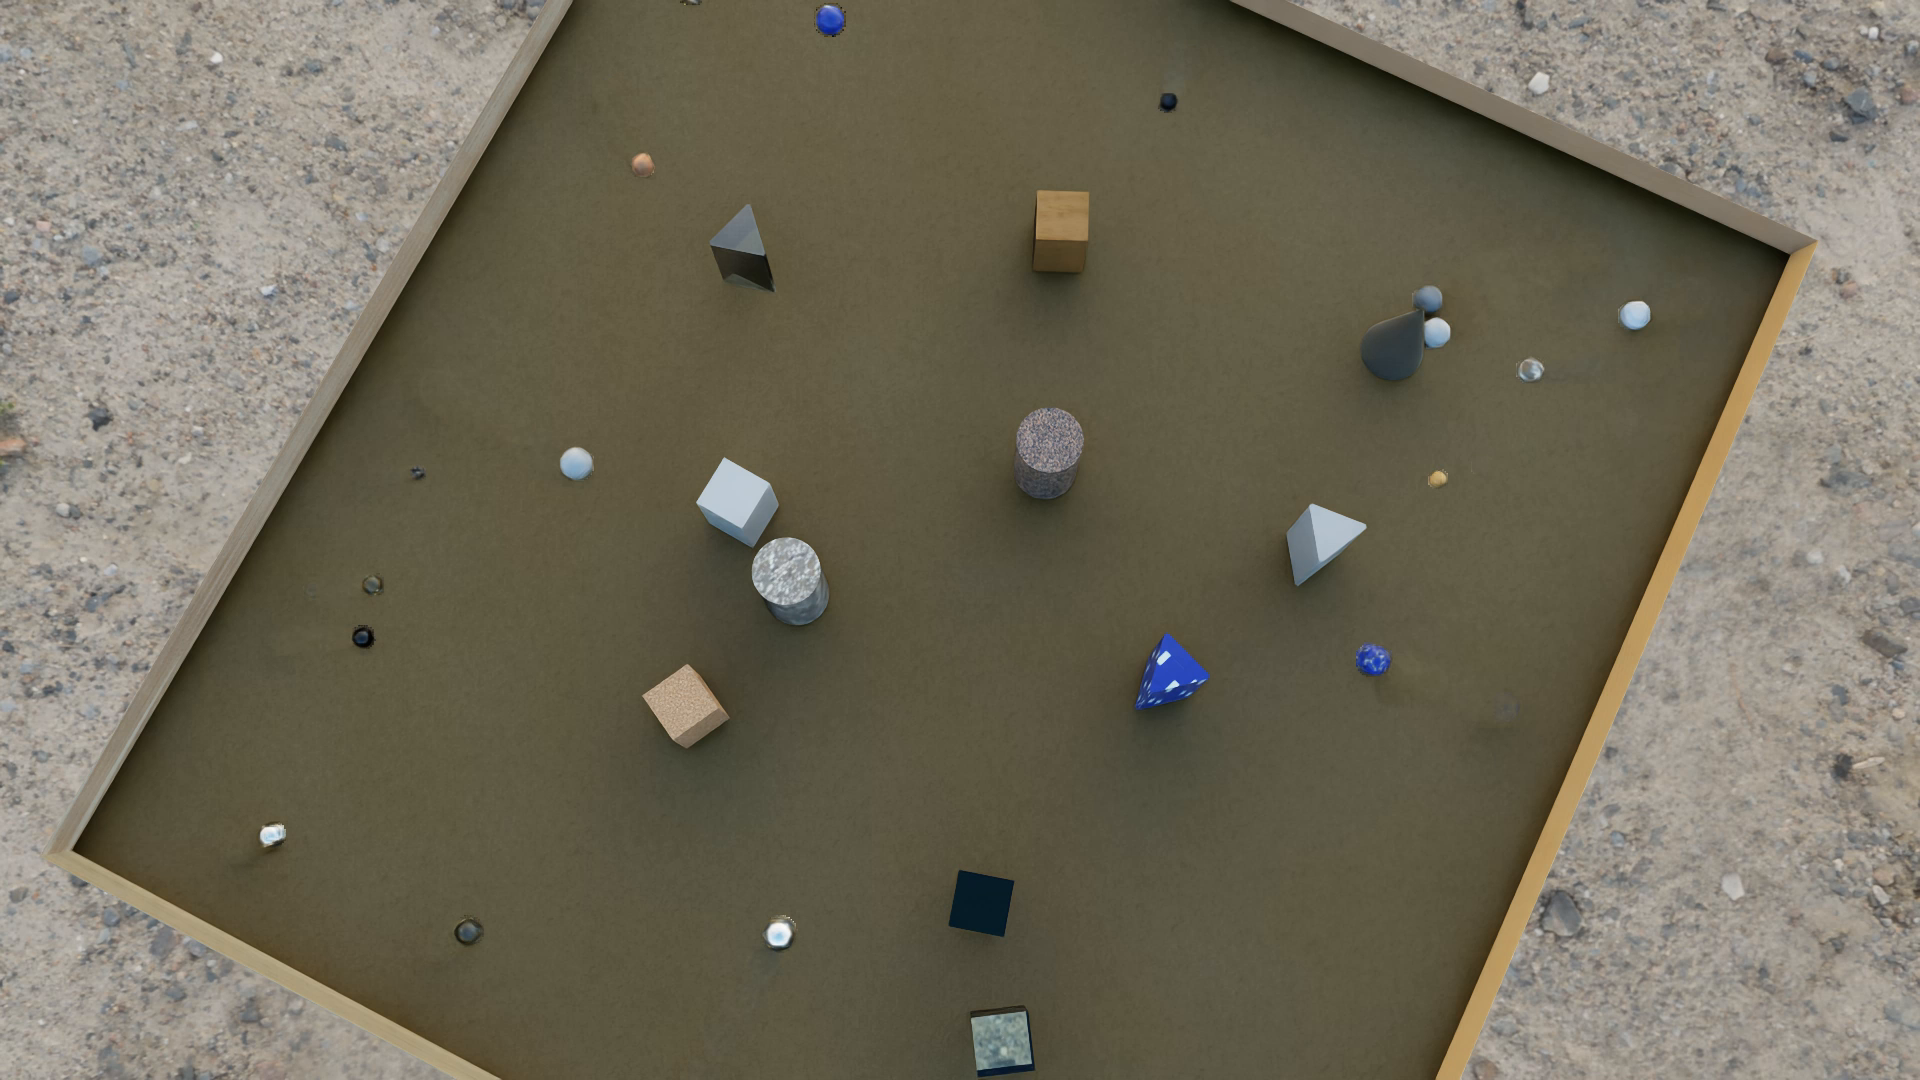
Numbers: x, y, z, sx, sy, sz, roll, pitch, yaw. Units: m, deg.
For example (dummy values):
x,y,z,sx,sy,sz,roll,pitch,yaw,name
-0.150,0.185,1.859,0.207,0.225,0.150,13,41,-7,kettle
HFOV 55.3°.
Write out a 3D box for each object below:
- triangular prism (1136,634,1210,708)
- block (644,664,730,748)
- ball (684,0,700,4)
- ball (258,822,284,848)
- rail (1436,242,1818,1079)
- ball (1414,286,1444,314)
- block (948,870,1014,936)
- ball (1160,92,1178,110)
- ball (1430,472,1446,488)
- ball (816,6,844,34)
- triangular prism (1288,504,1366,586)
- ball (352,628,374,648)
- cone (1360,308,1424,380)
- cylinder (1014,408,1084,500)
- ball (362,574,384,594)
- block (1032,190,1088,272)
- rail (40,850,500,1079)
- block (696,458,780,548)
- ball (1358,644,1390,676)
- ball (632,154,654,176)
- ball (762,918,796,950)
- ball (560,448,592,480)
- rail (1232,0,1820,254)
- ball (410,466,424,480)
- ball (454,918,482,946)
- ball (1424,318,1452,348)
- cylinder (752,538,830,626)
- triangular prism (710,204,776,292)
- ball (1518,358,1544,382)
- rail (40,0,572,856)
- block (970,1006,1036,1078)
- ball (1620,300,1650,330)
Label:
x,y,z,sx,sy,sz,roll,pitch,yaw,name
0.593,0.375,5.314,0.170,0.440,0.147,-13,79,-3,triangular prism
-0.801,0.491,5.377,0.157,0.270,0.157,-35,80,-7,block
-0.871,-1.784,5.941,0.088,0.088,0.088,0,78,0,ball
-2.031,0.870,5.399,0.073,0.073,0.073,0,78,0,ball
1.733,0.855,5.373,0.045,0.127,4.065,26,80,5,rail
1.464,-0.750,5.727,0.088,0.088,0.088,0,78,0,ball
0.060,1.042,5.250,0.157,0.296,0.157,11,79,2,block
0.669,-1.407,5.879,0.057,0.057,0.057,0,78,0,ball
1.468,-0.187,5.630,0.049,0.049,0.049,0,78,0,ball
-0.419,-1.679,5.917,0.093,0.093,0.093,0,78,0,ball
1.049,-0.007,5.423,0.170,0.381,0.147,-37,81,-7,triangular prism
-1.800,0.295,5.525,0.060,0.060,0.060,0,78,0,ball
1.353,-0.635,5.538,0.196,0.411,0.196,0,78,0,cone
0.262,-0.256,5.494,0.196,0.345,0.196,0,78,0,cylinder
-1.781,0.136,5.558,0.061,0.061,0.061,0,78,0,ball
0.310,-0.953,5.674,0.157,0.274,0.157,2,78,0,block
-0.898,1.766,5.185,3.922,0.127,0.045,26,80,5,rail
-0.663,-0.108,5.493,0.157,0.286,0.157,29,80,6,block
1.242,0.360,5.494,0.095,0.095,0.095,0,78,0,ball
-1.010,-1.193,5.828,0.070,0.070,0.070,0,78,0,ball
-0.526,1.147,5.331,0.094,0.094,0.094,0,78,0,ball
-1.176,-0.235,5.615,0.098,0.098,0.098,0,78,0,ball
0.898,-1.753,5.913,3.922,0.127,0.045,26,80,5,rail
-1.670,-0.208,5.638,0.042,0.042,0.042,0,78,0,ball
-1.432,1.141,5.341,0.077,0.077,0.077,0,78,0,ball
1.480,-0.644,5.700,0.092,0.092,0.092,0,78,0,ball
-0.496,0.126,5.403,0.196,0.367,0.196,0,78,0,cylinder
-0.648,-0.903,5.634,0.170,0.331,0.147,12,79,2,triangular prism
1.772,-0.527,5.687,0.075,0.075,0.075,0,78,0,ball
-1.733,-0.842,5.725,0.045,0.127,4.065,26,80,5,rail
0.117,1.403,5.143,0.157,0.359,0.157,-6,78,-1,block
2.107,-0.702,5.716,0.091,0.091,0.091,0,78,0,ball
